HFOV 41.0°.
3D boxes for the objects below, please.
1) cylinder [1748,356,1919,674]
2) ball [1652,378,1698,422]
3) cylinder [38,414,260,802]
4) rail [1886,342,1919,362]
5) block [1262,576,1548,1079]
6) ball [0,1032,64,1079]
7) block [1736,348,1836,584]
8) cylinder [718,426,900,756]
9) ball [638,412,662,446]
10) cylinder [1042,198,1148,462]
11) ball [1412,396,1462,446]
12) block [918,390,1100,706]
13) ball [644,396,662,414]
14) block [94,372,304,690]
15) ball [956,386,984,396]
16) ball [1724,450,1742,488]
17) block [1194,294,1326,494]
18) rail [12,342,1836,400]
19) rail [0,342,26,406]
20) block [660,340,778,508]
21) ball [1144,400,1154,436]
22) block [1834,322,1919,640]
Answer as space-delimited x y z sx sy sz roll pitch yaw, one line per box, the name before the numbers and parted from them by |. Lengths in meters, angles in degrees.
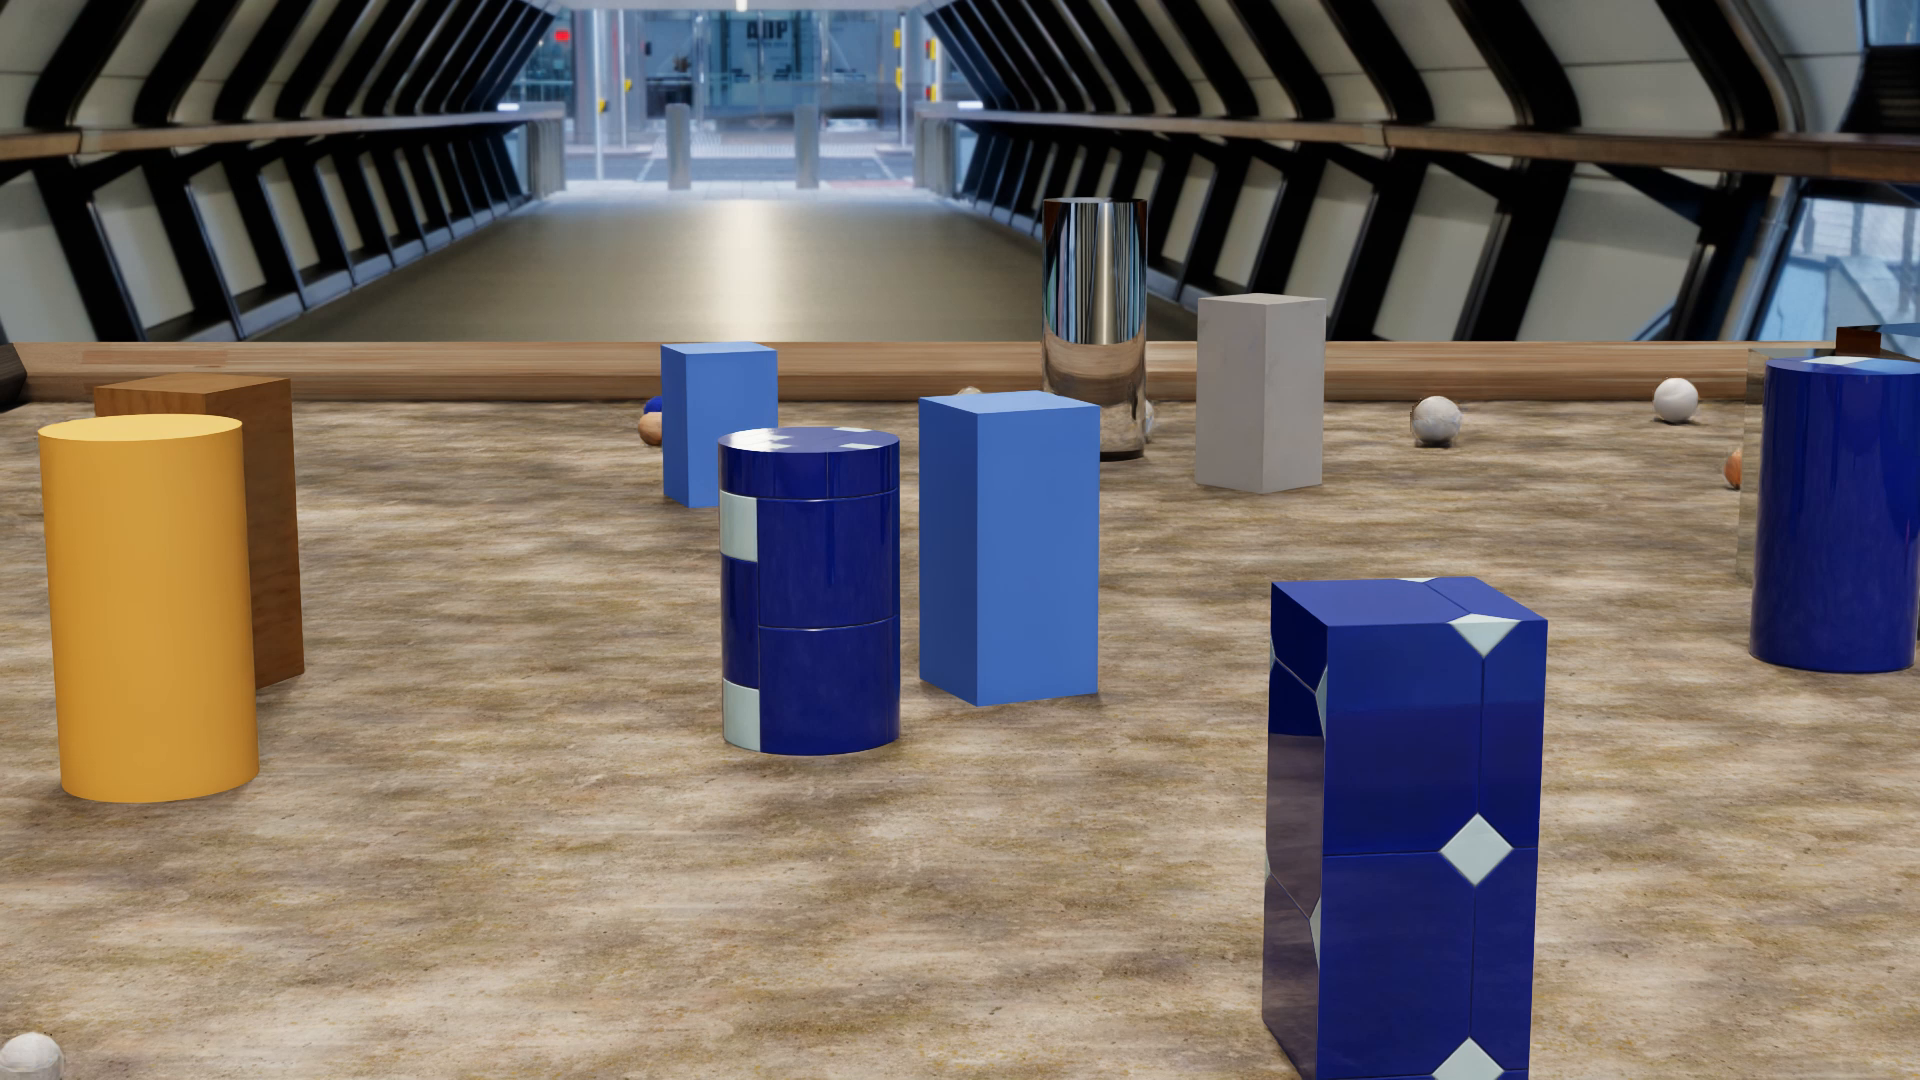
cylinder | 1.086 -0.034 3.165 0.197 0.365 0.197 0 10 0
ball | 1.476 -0.289 5.291 0.091 0.091 0.091 0 10 0
cylinder | -0.828 0.065 2.628 0.197 0.365 0.197 0 10 0
rail | 2.036 0.031 3.460 0.045 0.128 4.434 0 10 0
block | 0.322 0.213 1.887 0.157 0.344 0.157 -1 11 -7
ball | -0.664 0.375 1.832 0.046 0.046 0.046 0 10 0
block | 1.202 -0.098 3.614 0.157 0.328 0.157 0 11 2
cylinder | -0.164 0.052 2.805 0.197 0.327 0.197 0 10 0
ball | -0.590 -0.215 4.961 0.067 0.067 0.067 0 10 0
cylinder | 0.251 -0.397 4.817 0.197 0.478 0.197 0 10 0
ball | 0.922 -0.230 4.963 0.096 0.096 0.096 0 10 0
block | 0.056 0.006 3.020 0.157 0.340 0.157 -5 12 -25
ball | -0.595 -0.251 5.128 0.077 0.077 0.077 0 10 0
block | -0.898 -0.007 3.037 0.157 0.359 0.157 4 11 22
ball | 0.021 -0.278 5.281 0.074 0.074 0.074 0 10 0
ball | 1.362 -0.122 4.455 0.068 0.068 0.068 0 10 0
block | 0.525 -0.260 4.490 0.157 0.326 0.157 -9 14 -41
rail | -0.013 -0.367 5.605 4.119 0.128 0.045 0 10 0
rail | -2.036 0.035 3.437 0.045 0.128 4.434 0 10 0
block | -0.407 -0.198 4.346 0.157 0.257 0.157 -4 11 -21
ball | 0.331 -0.240 5.012 0.097 0.097 0.097 0 10 0
block | 1.249 -0.080 3.346 0.157 0.389 0.157 -5 12 -24
